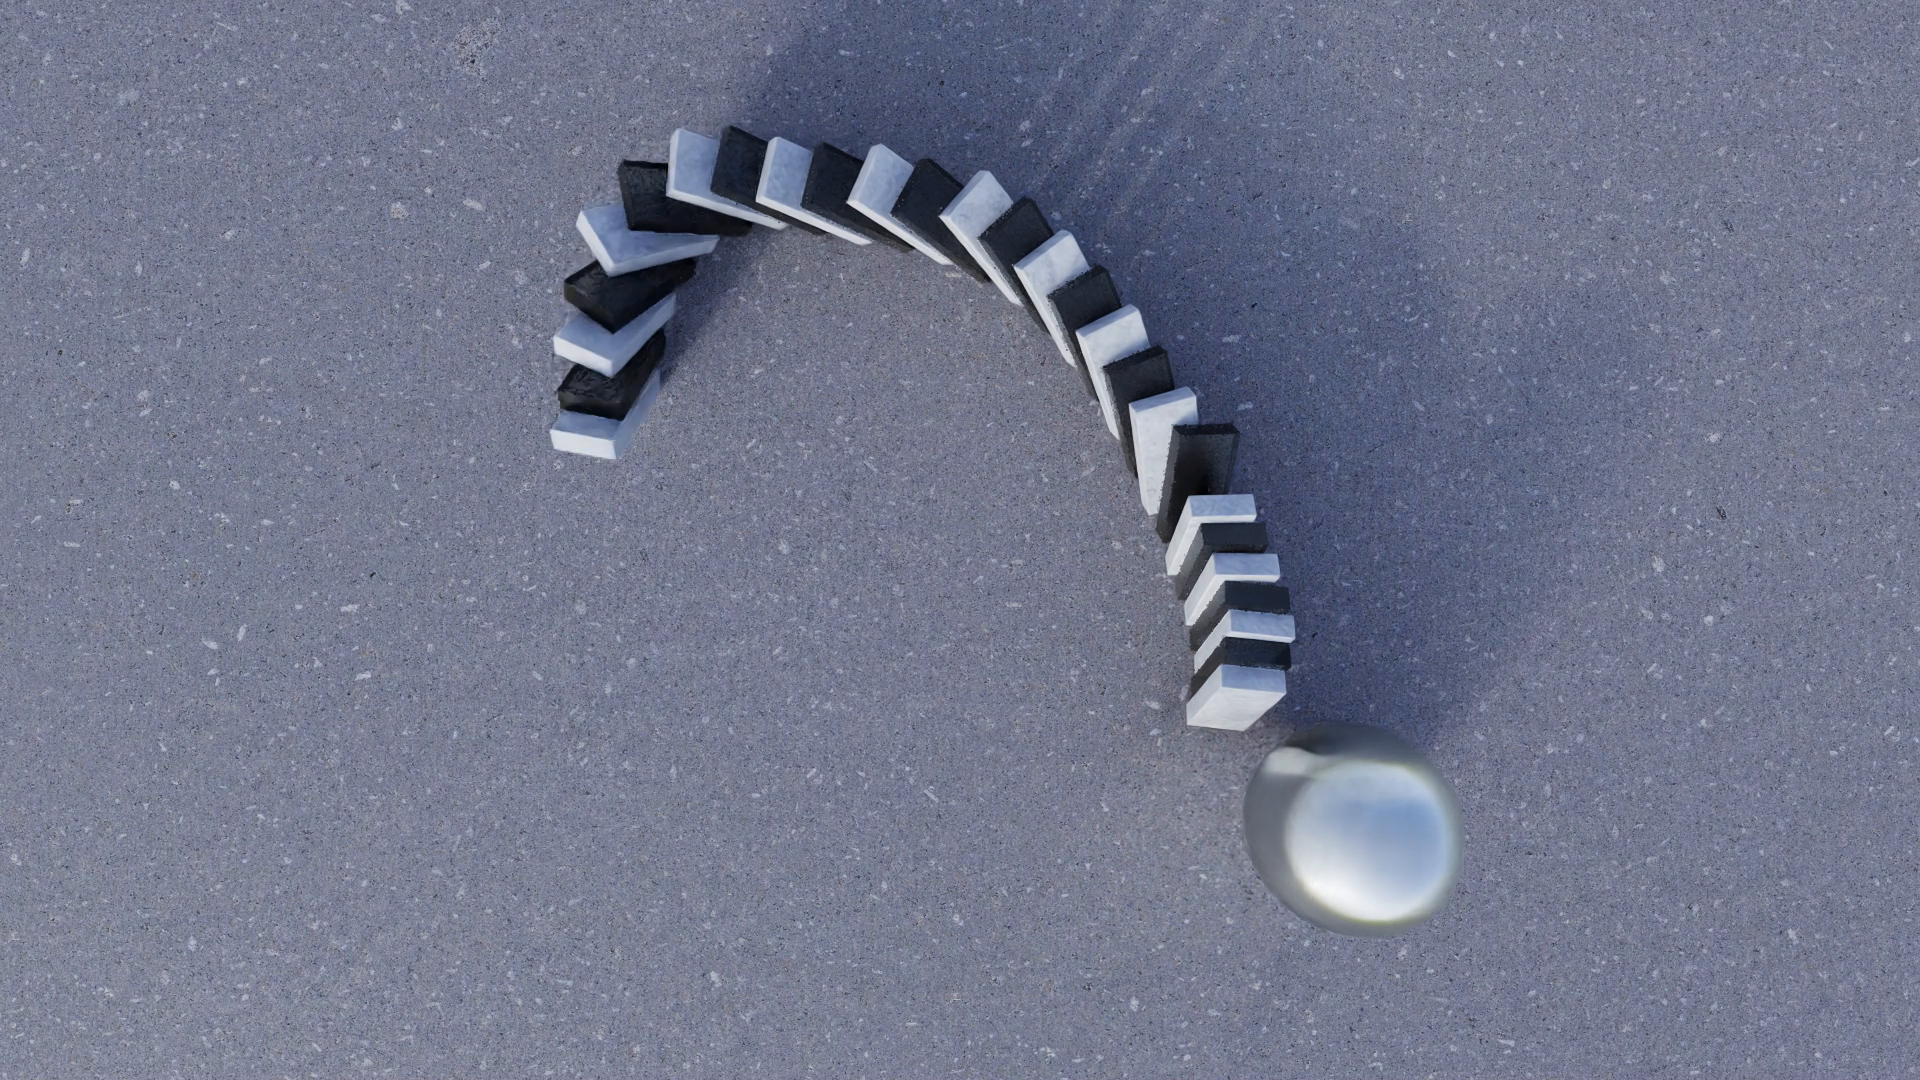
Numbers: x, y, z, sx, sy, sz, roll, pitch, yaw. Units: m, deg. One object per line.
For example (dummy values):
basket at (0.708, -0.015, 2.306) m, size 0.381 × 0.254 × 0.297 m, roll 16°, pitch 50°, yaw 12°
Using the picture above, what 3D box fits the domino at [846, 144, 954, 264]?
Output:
domino at (-0.020, -0.139, 0.382) m, size 0.050 × 0.010 × 0.025 m, roll 24°, pitch 90°, yaw -33°

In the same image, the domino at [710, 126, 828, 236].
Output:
domino at (-0.076, -0.149, 0.382) m, size 0.050 × 0.010 × 0.025 m, roll 13°, pitch 88°, yaw -34°

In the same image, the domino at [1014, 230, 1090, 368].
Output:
domino at (0.046, -0.100, 0.383) m, size 0.025 × 0.009 × 0.050 m, roll -37°, pitch 122°, yaw -1°

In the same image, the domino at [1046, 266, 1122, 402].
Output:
domino at (0.058, -0.085, 0.383) m, size 0.025 × 0.010 × 0.050 m, roll -31°, pitch 122°, yaw 0°

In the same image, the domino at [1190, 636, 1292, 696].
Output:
domino at (0.114, 0.055, 0.376) m, size 0.025 × 0.050 × 0.009 m, roll 6°, pitch 62°, yaw 0°

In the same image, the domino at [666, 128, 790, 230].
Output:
domino at (-0.095, -0.149, 0.382) m, size 0.050 × 0.010 × 0.025 m, roll 6°, pitch 87°, yaw -34°

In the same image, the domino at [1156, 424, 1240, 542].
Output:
domino at (0.098, -0.023, 0.381) m, size 0.025 × 0.010 × 0.050 m, roll -3°, pitch 122°, yaw -8°

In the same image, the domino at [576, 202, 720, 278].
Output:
domino at (-0.129, -0.128, 0.381) m, size 0.050 × 0.010 × 0.025 m, roll -31°, pitch 88°, yaw -38°

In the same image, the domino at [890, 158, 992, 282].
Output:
domino at (-0.002, -0.133, 0.383) m, size 0.050 × 0.009 × 0.025 m, roll 29°, pitch 90°, yaw -33°

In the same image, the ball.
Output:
ball at (0.153, 0.113, 0.360) m, size 0.080 × 0.080 × 0.080 m, roll 0°, pitch 90°, yaw 0°

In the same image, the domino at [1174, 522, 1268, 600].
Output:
domino at (0.106, 0.010, 0.376) m, size 0.025 × 0.050 × 0.010 m, roll -1°, pitch 61°, yaw 0°

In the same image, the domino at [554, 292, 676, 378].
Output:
domino at (-0.142, -0.090, 0.381) m, size 0.025 × 0.009 × 0.050 m, roll 24°, pitch 51°, yaw 0°

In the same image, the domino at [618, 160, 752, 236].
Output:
domino at (-0.114, -0.142, 0.381) m, size 0.050 × 0.009 × 0.025 m, roll -10°, pitch 88°, yaw -36°

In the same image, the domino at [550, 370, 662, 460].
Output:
domino at (-0.145, -0.055, 0.379) m, size 0.025 × 0.050 × 0.010 m, roll 10°, pitch 134°, yaw 0°

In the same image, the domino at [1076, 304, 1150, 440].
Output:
domino at (0.069, -0.070, 0.383) m, size 0.025 × 0.009 × 0.050 m, roll -26°, pitch 122°, yaw 0°

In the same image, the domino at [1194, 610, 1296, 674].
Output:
domino at (0.115, 0.044, 0.376) m, size 0.025 × 0.050 × 0.010 m, roll 6°, pitch 62°, yaw 0°

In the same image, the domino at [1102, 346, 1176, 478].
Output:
domino at (0.078, -0.053, 0.383) m, size 0.025 × 0.010 × 0.050 m, roll -22°, pitch 122°, yaw 0°

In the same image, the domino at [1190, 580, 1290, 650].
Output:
domino at (0.114, 0.033, 0.376) m, size 0.025 × 0.050 × 0.009 m, roll 6°, pitch 62°, yaw 0°

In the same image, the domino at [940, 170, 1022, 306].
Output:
domino at (0.017, -0.125, 0.382) m, size 0.025 × 0.009 × 0.050 m, roll -48°, pitch 123°, yaw -1°

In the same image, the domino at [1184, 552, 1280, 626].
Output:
domino at (0.110, 0.021, 0.376) m, size 0.025 × 0.050 × 0.010 m, roll 1°, pitch 62°, yaw 0°

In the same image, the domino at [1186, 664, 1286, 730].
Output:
domino at (0.112, 0.065, 0.376) m, size 0.025 × 0.050 × 0.009 m, roll 6°, pitch 62°, yaw 0°

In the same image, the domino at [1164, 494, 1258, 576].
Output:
domino at (0.102, -0.001, 0.376) m, size 0.025 × 0.050 × 0.009 m, roll -2°, pitch 61°, yaw 0°

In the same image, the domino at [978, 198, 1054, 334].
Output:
domino at (0.032, -0.114, 0.382) m, size 0.025 × 0.009 × 0.050 m, roll -42°, pitch 122°, yaw -1°

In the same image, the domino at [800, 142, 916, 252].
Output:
domino at (-0.039, -0.142, 0.383) m, size 0.050 × 0.009 × 0.025 m, roll 14°, pitch 90°, yaw -33°

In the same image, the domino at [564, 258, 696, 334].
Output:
domino at (-0.137, -0.109, 0.381) m, size 0.025 × 0.010 × 0.050 m, roll 36°, pitch 52°, yaw 0°

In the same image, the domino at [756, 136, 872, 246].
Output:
domino at (-0.058, -0.145, 0.382) m, size 0.050 × 0.009 × 0.025 m, roll 13°, pitch 90°, yaw -33°

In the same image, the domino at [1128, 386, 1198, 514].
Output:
domino at (0.087, -0.037, 0.382) m, size 0.025 × 0.009 × 0.050 m, roll -16°, pitch 124°, yaw -1°

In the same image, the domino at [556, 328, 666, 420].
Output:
domino at (-0.143, -0.072, 0.380) m, size 0.025 × 0.009 × 0.050 m, roll 11°, pitch 48°, yaw 0°
